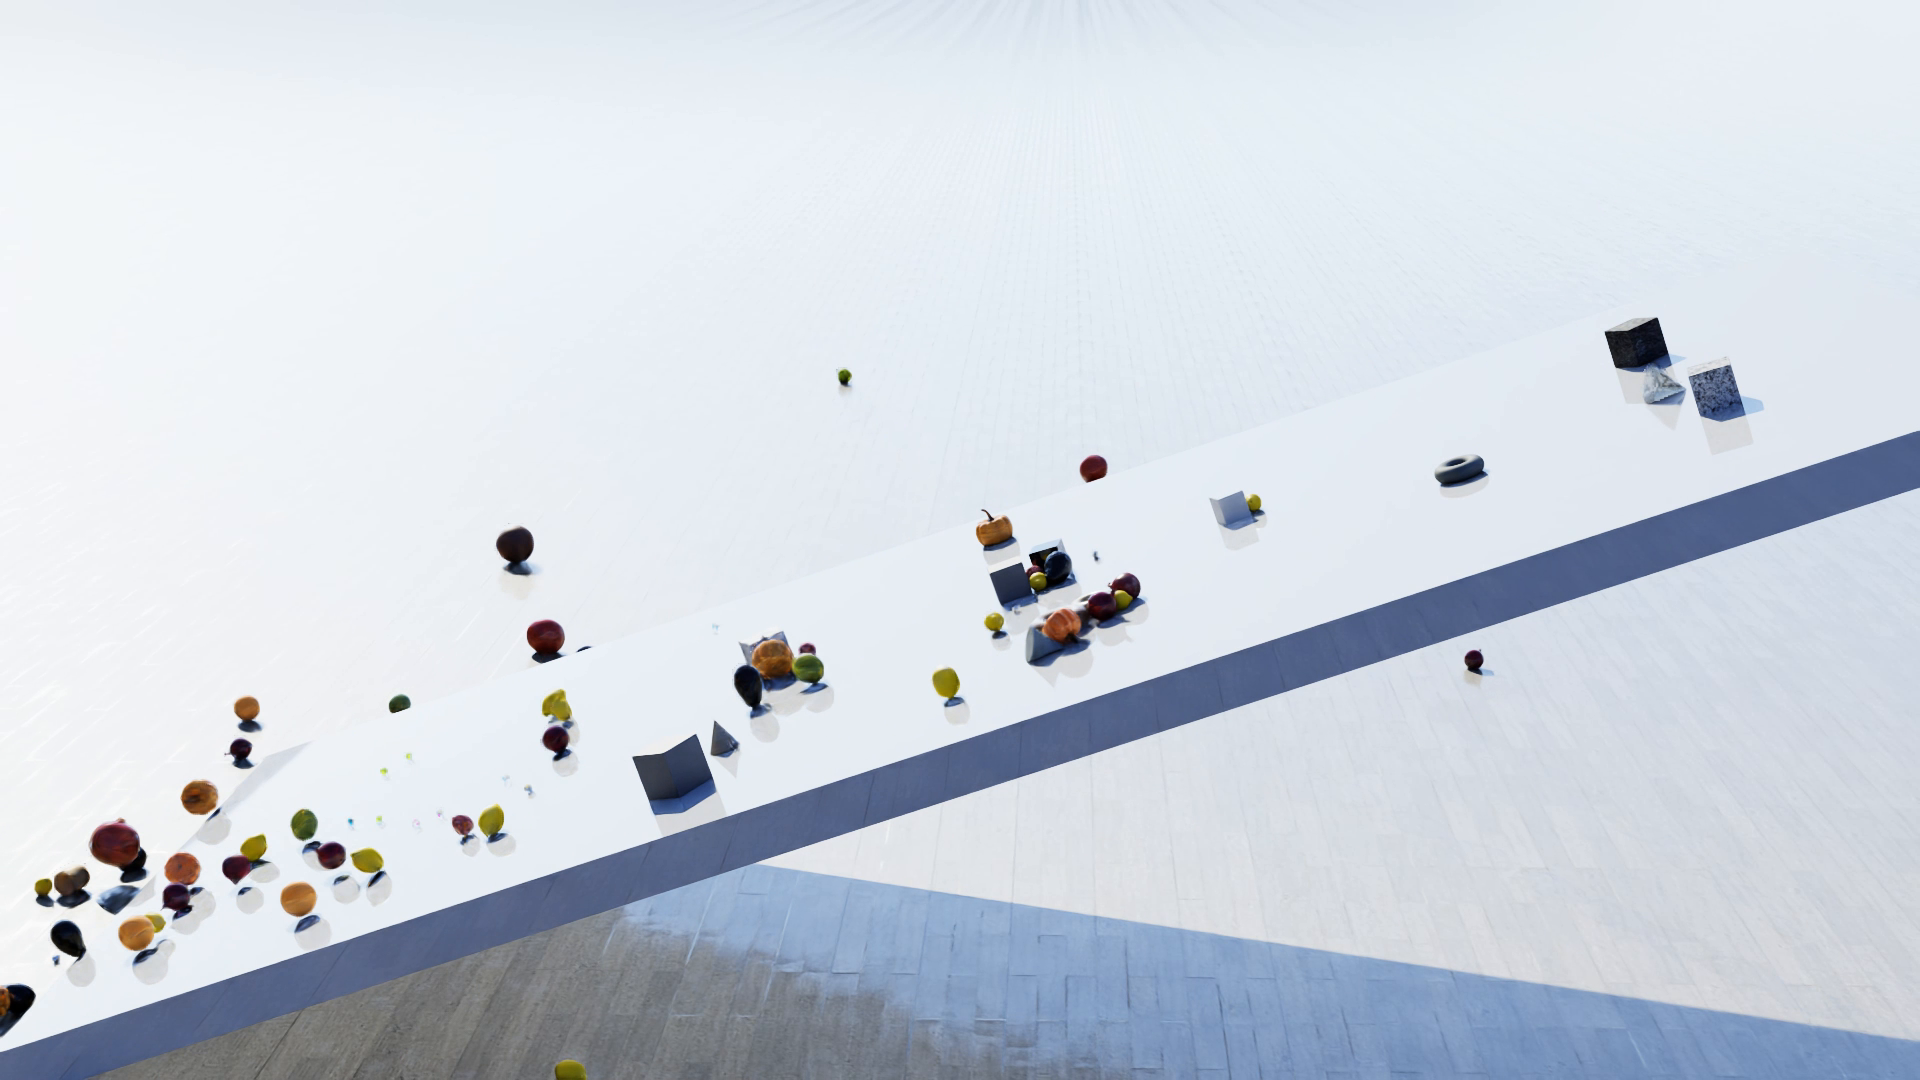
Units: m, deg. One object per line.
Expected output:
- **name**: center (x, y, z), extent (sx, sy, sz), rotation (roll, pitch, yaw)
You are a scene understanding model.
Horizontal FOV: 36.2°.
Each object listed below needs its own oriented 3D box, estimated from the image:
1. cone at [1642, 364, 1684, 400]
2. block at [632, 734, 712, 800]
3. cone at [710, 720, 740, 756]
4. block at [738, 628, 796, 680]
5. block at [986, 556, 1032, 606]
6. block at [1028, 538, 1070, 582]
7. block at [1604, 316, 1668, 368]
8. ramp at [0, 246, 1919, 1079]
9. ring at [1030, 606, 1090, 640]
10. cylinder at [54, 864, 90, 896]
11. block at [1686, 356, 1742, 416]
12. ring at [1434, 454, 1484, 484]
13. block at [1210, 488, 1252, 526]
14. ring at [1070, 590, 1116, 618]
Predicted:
- **cone**: center (1.453, -0.314, 6.030), extent (0.080, 0.080, 0.080), rotation (14, 11, -8)
- **block**: center (-0.555, 0.438, 5.675), extent (0.094, 0.094, 0.094), rotation (-9, 15, 43)
- **cone**: center (-0.480, 0.387, 5.867), extent (0.065, 0.065, 0.065), rotation (-19, 11, 4)
- **block**: center (-0.420, 0.247, 6.408), extent (0.083, 0.083, 0.083), rotation (-23, 12, -19)
- **block**: center (0.106, 0.086, 6.305), extent (0.073, 0.073, 0.073), rotation (-20, 11, -1)
- **block**: center (0.195, 0.044, 6.379), extent (0.066, 0.066, 0.066), rotation (-17, 11, 14)
- **block**: center (1.480, -0.432, 6.435), extent (0.085, 0.085, 0.085), rotation (-24, 12, -22)
- **ramp**: center (0.109, 0.179, 6.303), extent (4.000, 0.100, 2.000), rotation (-18, 11, 6)
- **ring**: center (0.198, 0.165, 5.847), extent (0.125, 0.042, 0.125), rotation (-18, 9, 3)
- **cylinder**: center (-2.031, 0.776, 6.725), extent (0.058, 0.058, 0.058), rotation (4, 15, 19)
- **block**: center (1.487, -0.304, 5.798), extent (0.083, 0.083, 0.083), rotation (-16, 11, 16)
- **ring**: center (1.013, -0.144, 5.967), extent (0.104, 0.035, 0.104), rotation (-18, 12, 4)
- **block**: center (0.578, -0.072, 6.300), extent (0.059, 0.059, 0.059), rotation (-22, 11, -12)
- **ring**: center (0.266, 0.130, 5.923), extent (0.099, 0.033, 0.099), rotation (-20, 10, 4)
